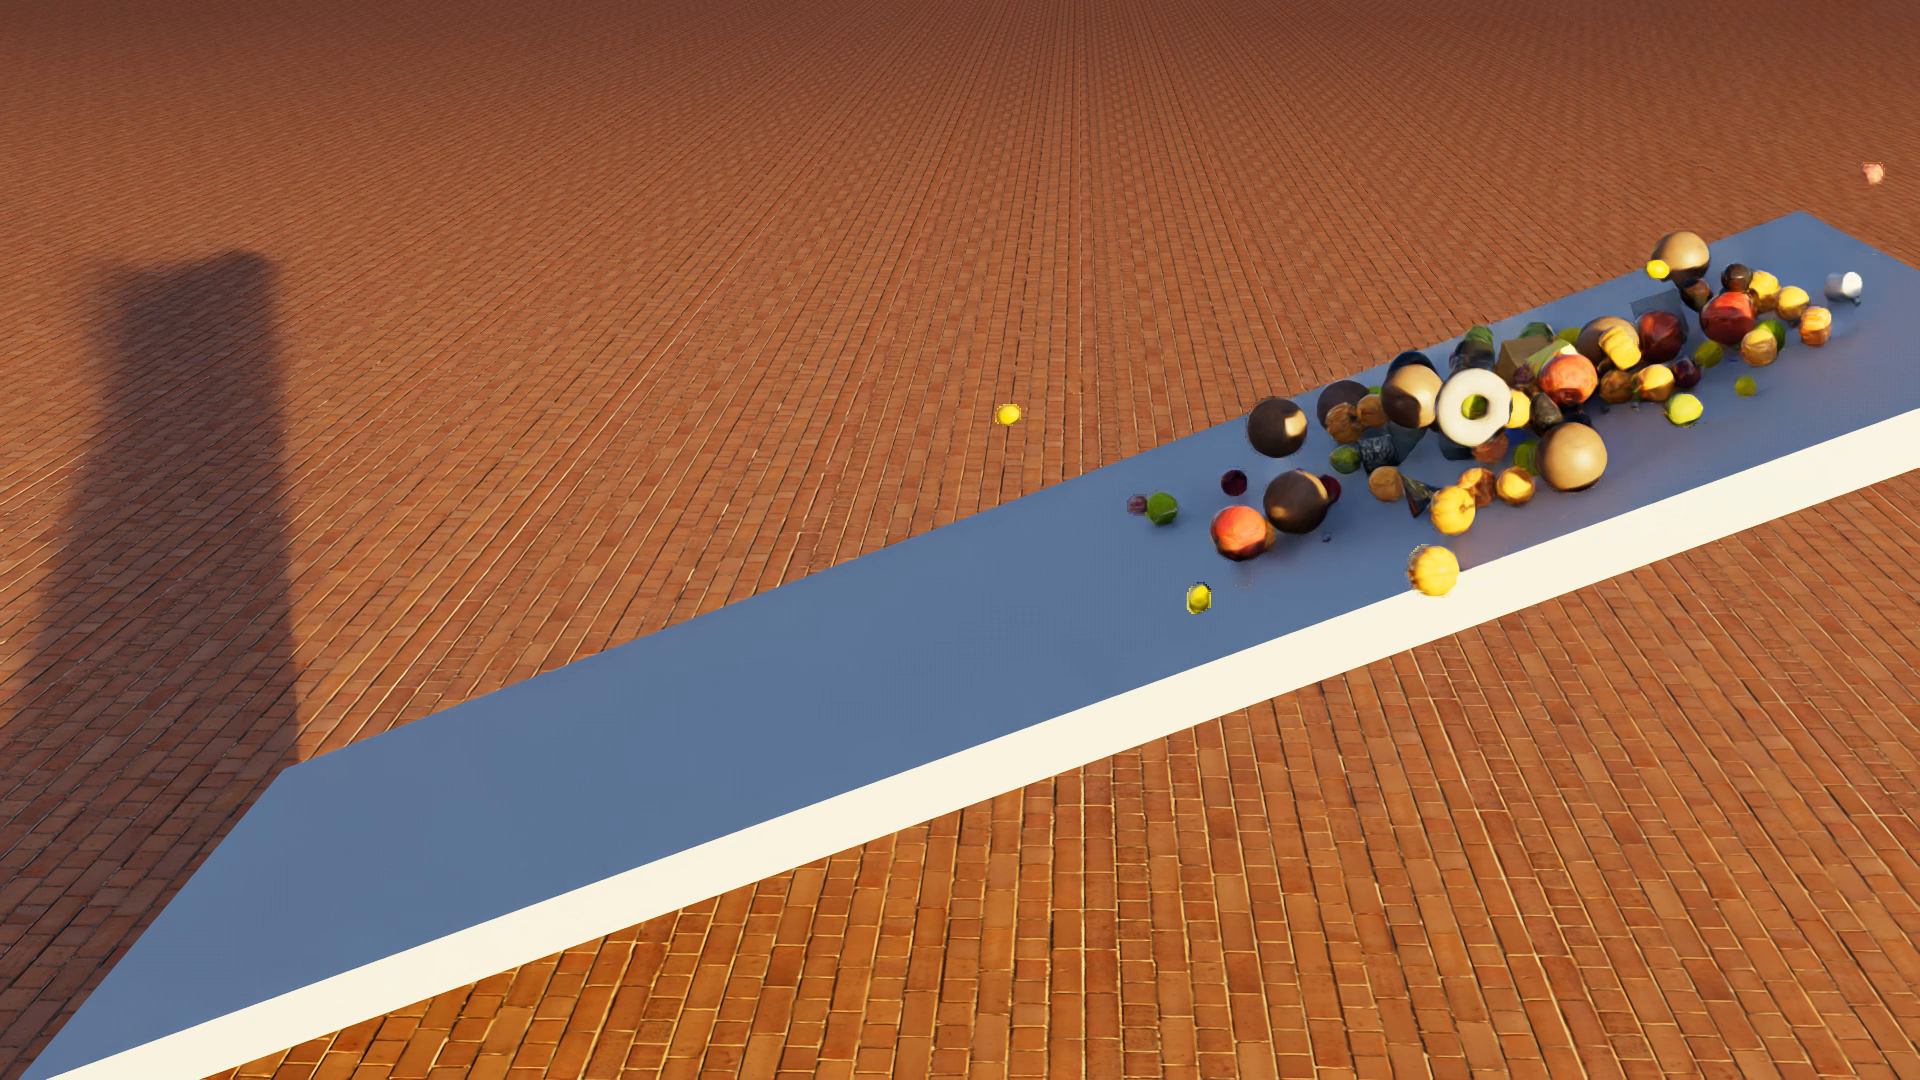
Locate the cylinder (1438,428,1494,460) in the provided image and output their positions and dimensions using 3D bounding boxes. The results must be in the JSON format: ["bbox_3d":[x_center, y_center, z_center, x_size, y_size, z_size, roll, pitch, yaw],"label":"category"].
[{"bbox_3d":[1.023,-0.204,5.947,0.078,0.078,0.078,-13,3,-44],"label":"cylinder"}]

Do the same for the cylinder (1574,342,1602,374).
[{"bbox_3d":[1.328,-0.384,6.225,0.052,0.052,0.052,-11,25,5],"label":"cylinder"}]

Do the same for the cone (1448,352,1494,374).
[{"bbox_3d":[1.060,-0.333,6.198,0.099,0.099,0.099,8,50,31],"label":"cone"}]

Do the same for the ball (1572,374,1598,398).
[{"bbox_3d":[1.283,-0.317,6.039,0.052,0.052,0.052,0,13,0],"label":"ball"}]

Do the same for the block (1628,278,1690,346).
[{"bbox_3d":[1.503,-0.489,6.325,0.100,0.100,0.100,-18,12,16],"label":"block"}]

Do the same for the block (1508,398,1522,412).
[{"bbox_3d":[1.123,-0.295,6.187,0.069,0.069,0.069,-28,9,-28],"label":"block"}]

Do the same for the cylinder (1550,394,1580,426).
[{"bbox_3d":[1.218,-0.263,5.926,0.054,0.054,0.054,1,14,3],"label":"cylinder"}]

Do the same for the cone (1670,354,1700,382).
[{"bbox_3d":[1.457,-0.332,5.862,0.057,0.057,0.057,-7,40,-28],"label":"cone"}]

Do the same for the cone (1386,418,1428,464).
[{"bbox_3d":[0.923,-0.196,6.126,0.087,0.087,0.087,12,-16,4],"label":"cone"}]

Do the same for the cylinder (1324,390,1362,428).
[{"bbox_3d":[0.868,-0.299,6.670,0.070,0.070,0.070,5,21,21],"label":"cylinder"}]

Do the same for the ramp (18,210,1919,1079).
[{"bbox_3d":[0.120,0.175,6.294,4.000,0.100,2.000,-20,12,7],"label":"ramp"}]

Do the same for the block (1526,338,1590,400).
[{"bbox_3d":[1.209,-0.346,5.949,0.083,0.083,0.083,-31,11,3],"label":"block"}]

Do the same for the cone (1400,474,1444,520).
[{"bbox_3d":[0.873,-0.097,5.655,0.081,0.081,0.081,48,28,9],"label":"cone"}]

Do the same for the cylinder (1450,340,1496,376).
[{"bbox_3d":[1.051,-0.353,6.033,0.083,0.083,0.083,4,53,18],"label":"cylinder"}]

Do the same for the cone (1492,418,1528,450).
[{"bbox_3d":[1.098,-0.232,5.945,0.077,0.077,0.077,-21,12,4],"label":"cone"}]

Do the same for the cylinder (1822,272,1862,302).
[{"bbox_3d":[1.807,-0.518,6.022,0.055,0.055,0.055,-8,3,-30],"label":"cylinder"}]

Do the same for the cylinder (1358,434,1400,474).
[{"bbox_3d":[0.871,-0.180,6.119,0.069,0.069,0.069,-16,13,3],"label":"cylinder"}]

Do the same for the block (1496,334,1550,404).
[{"bbox_3d":[1.181,-0.356,6.116,0.092,0.092,0.092,-11,49,-10],"label":"block"}]
